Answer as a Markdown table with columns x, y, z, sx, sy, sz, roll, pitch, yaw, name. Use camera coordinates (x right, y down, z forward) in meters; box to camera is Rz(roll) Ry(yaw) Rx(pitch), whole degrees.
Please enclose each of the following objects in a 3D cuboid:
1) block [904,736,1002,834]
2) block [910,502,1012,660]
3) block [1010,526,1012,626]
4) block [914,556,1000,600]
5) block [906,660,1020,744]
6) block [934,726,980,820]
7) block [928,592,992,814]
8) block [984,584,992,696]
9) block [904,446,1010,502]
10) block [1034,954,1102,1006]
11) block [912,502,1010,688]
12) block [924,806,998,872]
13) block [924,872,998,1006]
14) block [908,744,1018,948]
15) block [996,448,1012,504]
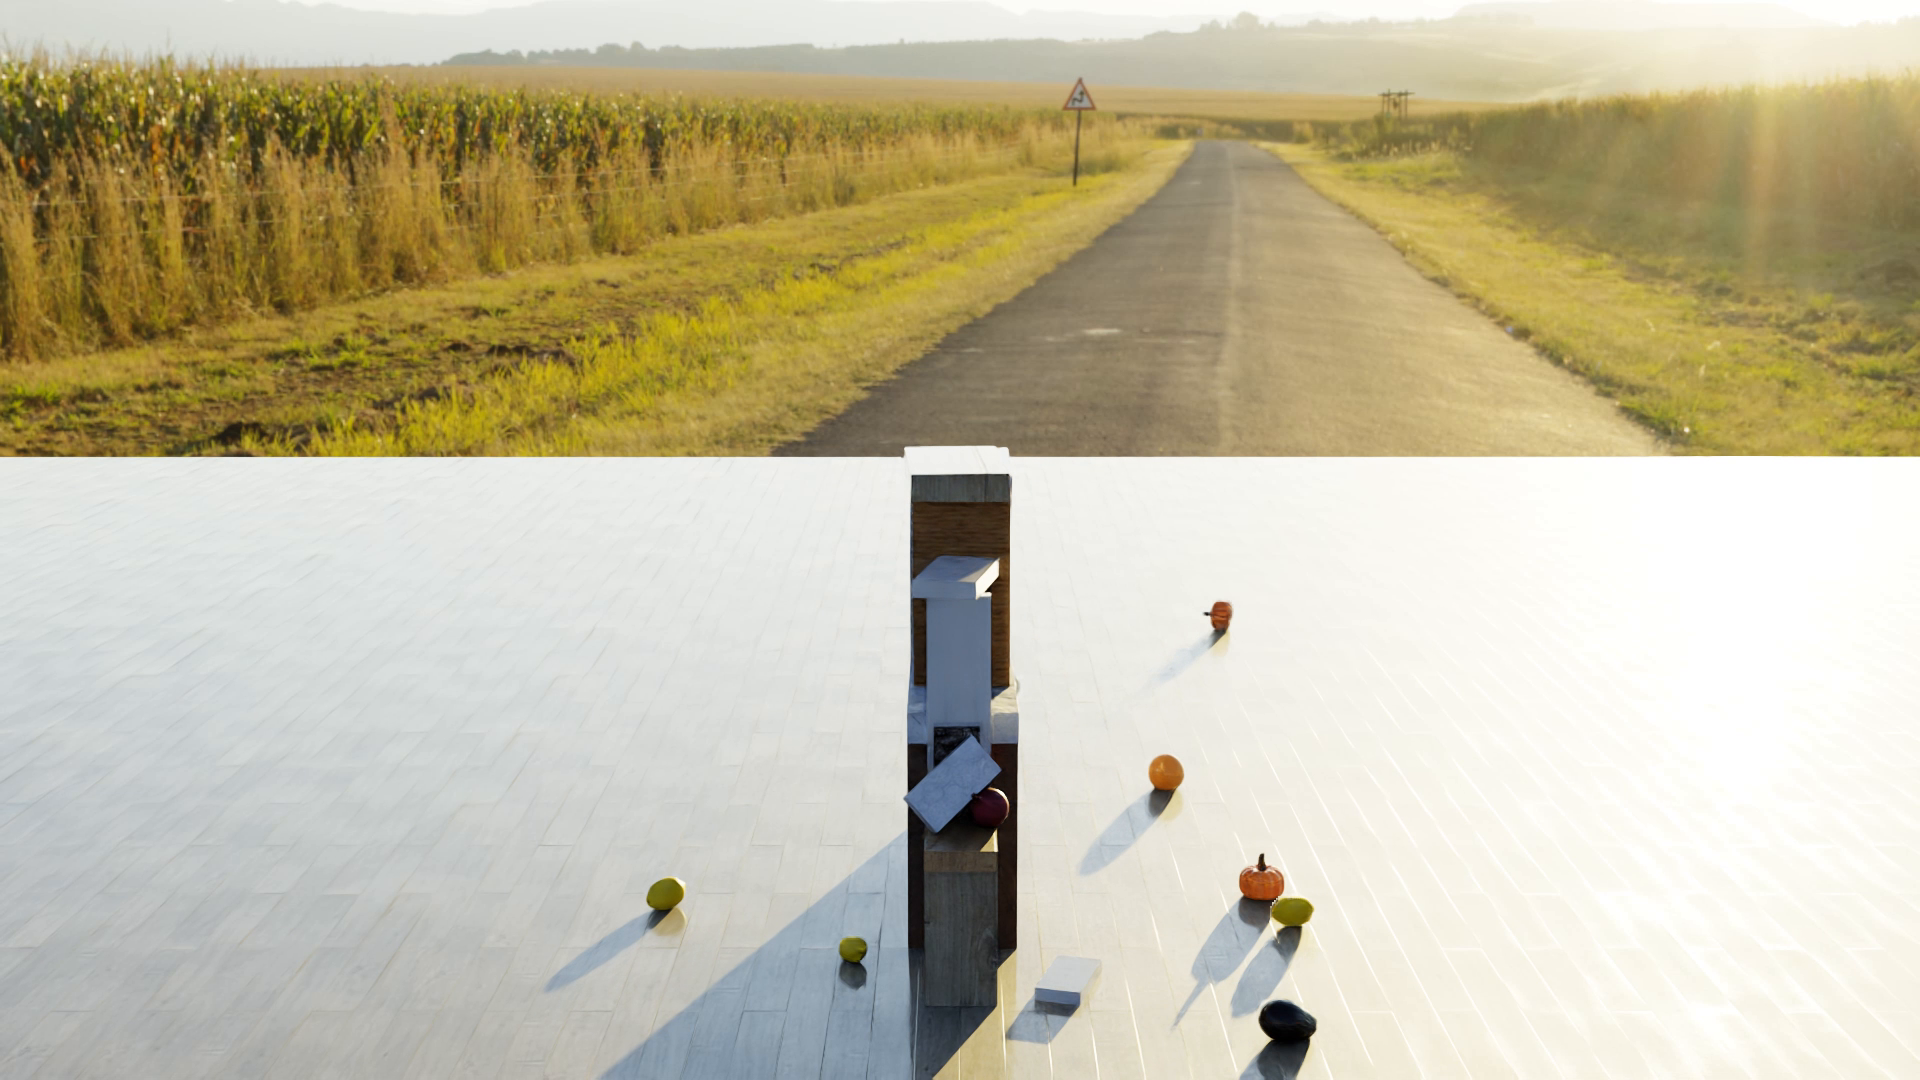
| x | y | z | sx | sy | sz | roll | pitch | yaw | name |
| --- | --- | --- | --- | --- | --- | --- | --- | --- | --- |
| -0.011 | 0.358 | 3.227 | 0.138 | 0.069 | 0.020 | -42 | 5 | -21 | block |
| 0.001 | 0.099 | 3.788 | 0.171 | 0.341 | 0.048 | 1 | 10 | 4 | block |
| 0.005 | 0.100 | 4.015 | 0.171 | 0.427 | 0.048 | -1 | 11 | -8 | block |
| -0.004 | 0.056 | 3.312 | 0.094 | 0.027 | 0.189 | 2 | 11 | 11 | block |
| 0.003 | 0.253 | 3.491 | 0.170 | 0.048 | 0.339 | 0 | 11 | 0 | block |
| -0.005 | 0.347 | 3.274 | 0.069 | 0.138 | 0.020 | 0 | 6 | -1 | block |
| -0.001 | 0.246 | 3.284 | 0.094 | 0.335 | 0.027 | 0 | 10 | -1 | block |
| 0.001 | 0.151 | 3.393 | 0.095 | 0.189 | 0.027 | 1 | 11 | 3 | block |
| -0.008 | -0.107 | 3.519 | 0.152 | 0.043 | 0.303 | -1 | 10 | -3 | block |
| 0.162 | 0.654 | 3.272 | 0.069 | 0.020 | 0.138 | 3 | 11 | 17 | block |
| 0.003 | 0.079 | 3.464 | 0.152 | 0.303 | 0.043 | 0 | 12 | 1 | block |
| 0.001 | 0.439 | 3.241 | 0.106 | 0.030 | 0.212 | 0 | 11 | 0 | block |
| 0.002 | 0.571 | 3.193 | 0.106 | 0.212 | 0.030 | 0 | 11 | 0 | block |
| 0.004 | 0.465 | 3.416 | 0.170 | 0.339 | 0.048 | 0 | 11 | 0 | block |
| 0.002 | -0.115 | 3.870 | 0.171 | 0.048 | 0.341 | 0 | 10 | 0 | block |
